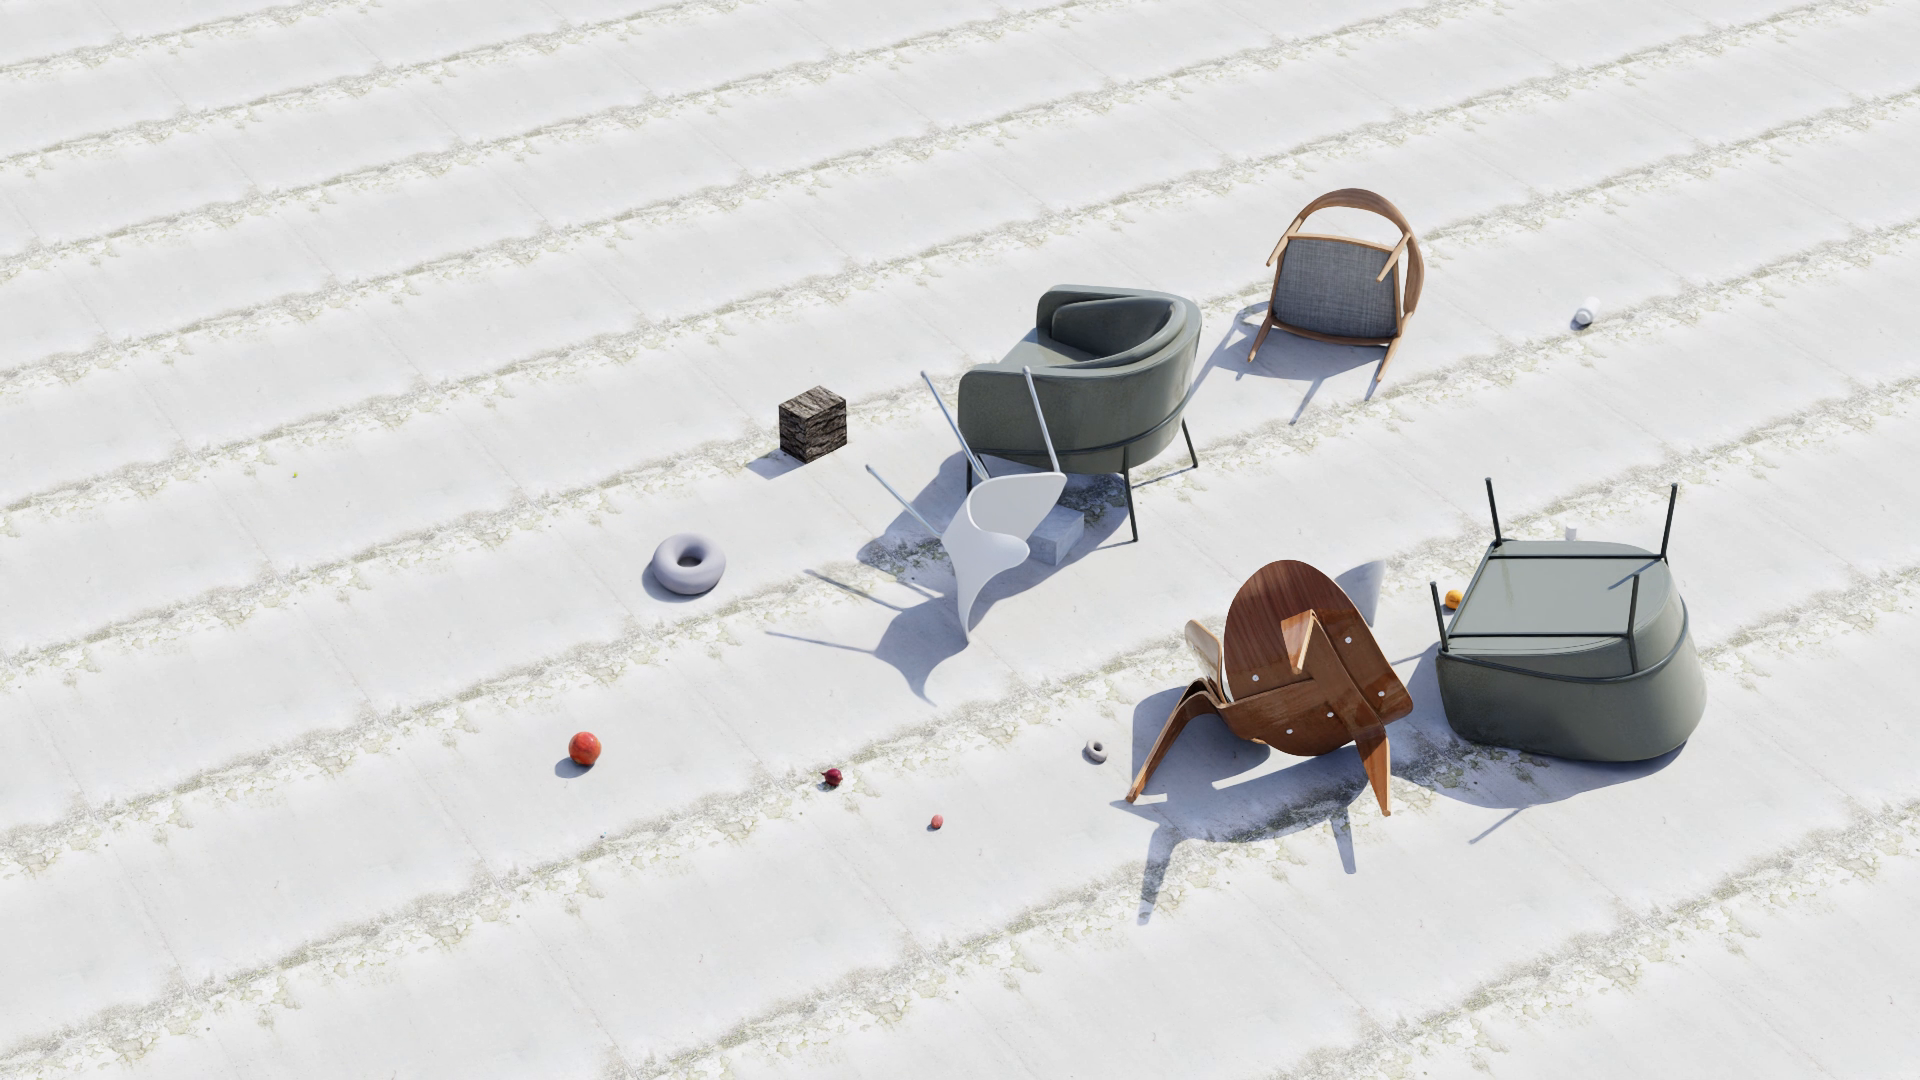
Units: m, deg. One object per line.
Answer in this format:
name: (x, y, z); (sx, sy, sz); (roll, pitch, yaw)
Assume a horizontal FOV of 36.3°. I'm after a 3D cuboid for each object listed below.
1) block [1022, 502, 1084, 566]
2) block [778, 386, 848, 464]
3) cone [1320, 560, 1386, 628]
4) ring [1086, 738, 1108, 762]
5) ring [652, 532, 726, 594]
block: (0.345, -0.023, 10.884); (0.144, 0.105, 0.225); (17, 37, 24)
block: (-0.573, -0.450, 11.442); (0.216, 0.204, 0.155); (-28, 43, -36)
cone: (1.445, 0.226, 10.509); (0.175, 0.275, 0.205); (18, 48, -52)
ring: (0.460, 0.705, 9.845); (0.067, 0.032, 0.111); (-10, 36, -17)
ring: (-0.993, 0.083, 10.742); (0.272, 0.085, 0.352); (-1, 34, -4)
